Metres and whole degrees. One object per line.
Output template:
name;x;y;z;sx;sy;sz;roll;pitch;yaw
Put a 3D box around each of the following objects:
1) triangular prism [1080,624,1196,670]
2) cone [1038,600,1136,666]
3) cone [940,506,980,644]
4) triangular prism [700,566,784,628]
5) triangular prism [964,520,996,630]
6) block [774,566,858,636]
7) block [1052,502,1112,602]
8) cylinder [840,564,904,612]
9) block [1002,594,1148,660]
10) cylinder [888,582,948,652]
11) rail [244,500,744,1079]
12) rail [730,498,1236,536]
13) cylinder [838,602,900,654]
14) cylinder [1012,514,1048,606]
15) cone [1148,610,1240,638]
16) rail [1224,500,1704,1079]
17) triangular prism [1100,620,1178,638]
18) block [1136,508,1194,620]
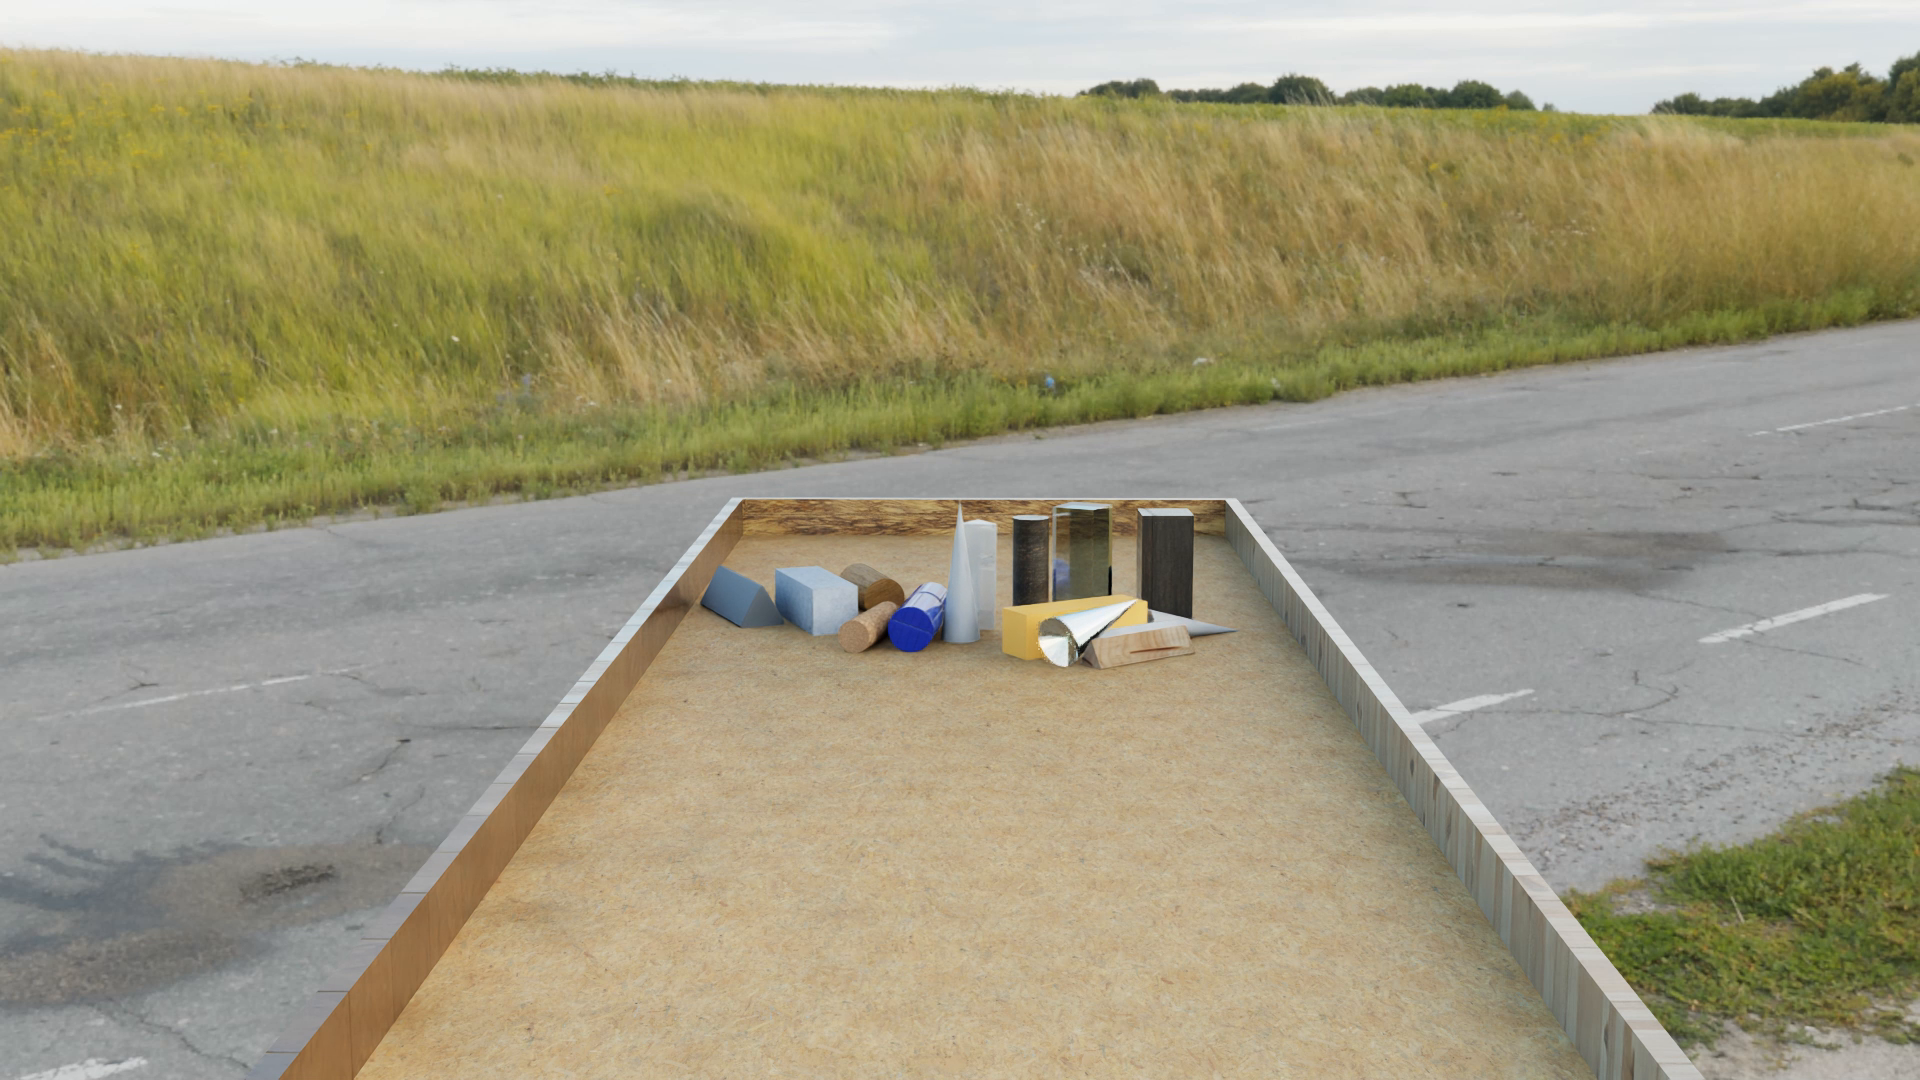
triangular prism;0.544;0.321;6.700;0.383;0.083;0.096;-7;11;-37
cone;0.422;0.246;6.707;0.156;0.156;0.374;9;25;45
cone;0.001;0.094;6.968;0.128;0.449;0.128;0;11;0
triangular prism;-0.737;0.184;7.406;0.153;0.132;0.449;-4;10;-23
triangular prism;0.057;0.112;7.189;0.118;0.348;0.102;1;8;0
block;-0.478;0.198;7.275;0.152;0.152;0.420;-4;10;-21
block;0.398;0.089;7.158;0.145;0.404;0.145;5;10;28
cylinder;-0.302;0.174;7.461;0.141;0.141;0.324;-3;9;-18
block;0.360;0.270;6.861;0.449;0.139;0.139;-5;10;-30
cylinder;-0.123;0.243;7.022;0.142;0.142;0.445;1;9;8
rail;-1.004;0.839;3.234;0.050;0.150;12.000;0;9;1
rail;0.099;-0.098;9.147;2.100;0.150;0.050;0;9;1
cylinder;-0.280;0.274;6.951;0.103;0.103;0.336;3;9;16
cylinder;0.223;0.126;6.937;0.114;0.399;0.114;0;9;0
cone;0.748;0.283;7.046;0.387;0.109;0.109;4;6;-31
rail;1.046;0.843;3.208;0.050;0.150;12.000;0;9;1
triangular prism;0.548;0.303;6.827;0.316;0.080;0.093;-6;11;-35
block;0.670;0.095;7.201;0.167;0.378;0.167;0;9;-1
